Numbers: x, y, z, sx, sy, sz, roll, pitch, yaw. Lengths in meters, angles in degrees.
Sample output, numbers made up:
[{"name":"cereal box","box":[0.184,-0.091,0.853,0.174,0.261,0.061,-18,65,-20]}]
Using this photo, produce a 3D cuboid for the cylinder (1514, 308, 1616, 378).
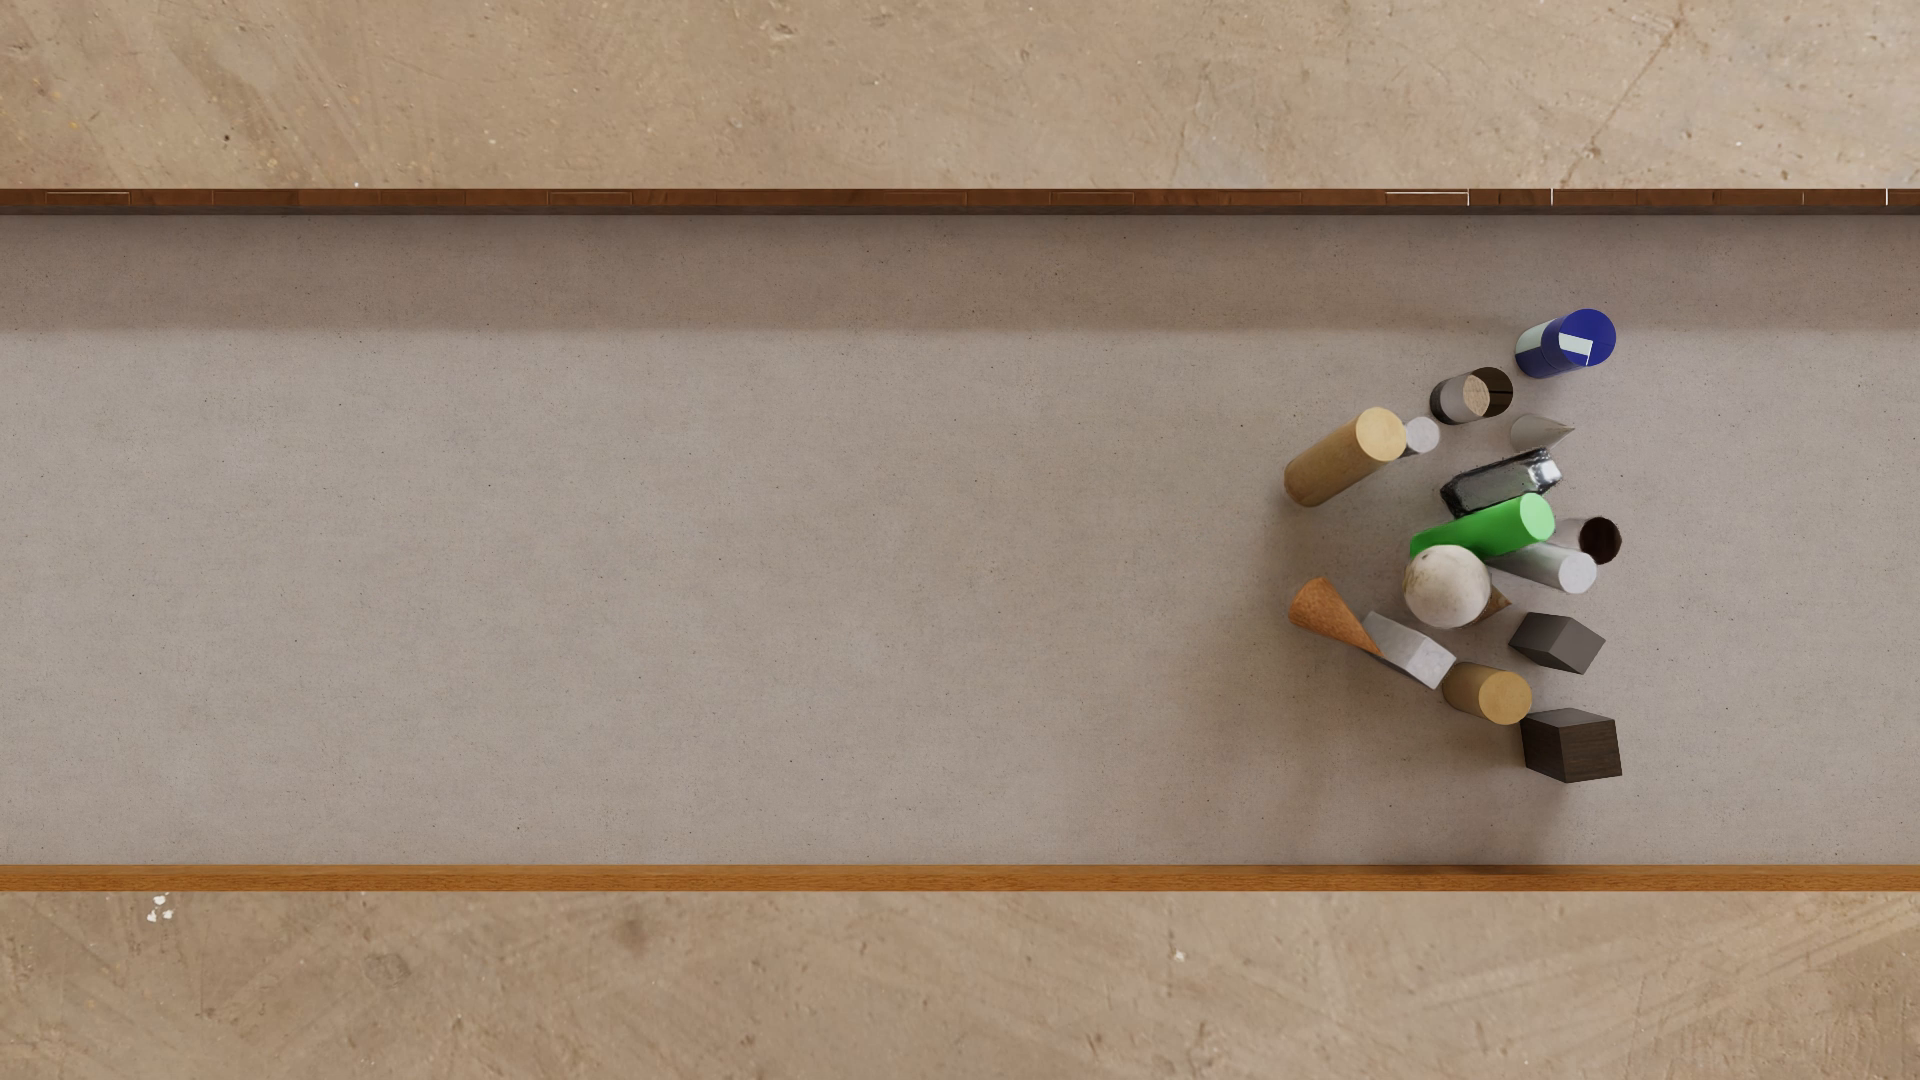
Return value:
[{"name":"cylinder","box":[1.790,-0.578,4.890,0.164,0.372,0.164,0,90,0]}]

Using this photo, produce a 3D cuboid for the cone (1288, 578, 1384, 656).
[{"name":"cone","box":[1.150,0.263,4.910,0.171,0.171,0.311,-49,49,0]}]

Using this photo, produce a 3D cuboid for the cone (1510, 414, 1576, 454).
[{"name":"cone","box":[1.763,-0.320,4.895,0.136,0.363,0.136,0,90,0]}]

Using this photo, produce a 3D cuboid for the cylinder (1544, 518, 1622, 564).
[{"name":"cylinder","box":[1.805,0.008,4.901,0.136,0.331,0.136,0,88,-12]}]

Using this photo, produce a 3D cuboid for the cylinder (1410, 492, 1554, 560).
[{"name":"cylinder","box":[1.533,-0.012,4.864,0.139,0.423,0.139,10,69,-29]}]

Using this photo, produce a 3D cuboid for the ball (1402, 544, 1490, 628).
[{"name":"ball","box":[1.415,0.134,4.800,0.246,0.246,0.246,0,90,0]}]

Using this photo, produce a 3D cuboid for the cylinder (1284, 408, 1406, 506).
[{"name":"cylinder","box":[1.123,-0.238,4.841,0.160,0.444,0.160,5,73,-15]}]

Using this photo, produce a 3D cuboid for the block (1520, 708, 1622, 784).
[{"name":"block","box":[1.812,0.608,4.908,0.163,0.337,0.163,-8,90,0]}]

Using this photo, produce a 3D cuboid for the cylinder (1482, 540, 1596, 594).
[{"name":"cylinder","box":[1.693,0.059,4.853,0.120,0.413,0.120,-2,100,-14]}]

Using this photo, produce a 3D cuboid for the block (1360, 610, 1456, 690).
[{"name":"block","box":[1.304,0.322,4.872,0.114,0.390,0.114,34,92,-13]}]

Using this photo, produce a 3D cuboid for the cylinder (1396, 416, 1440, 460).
[{"name":"cylinder","box":[1.291,-0.291,4.872,0.102,0.400,0.102,0,88,-5]}]

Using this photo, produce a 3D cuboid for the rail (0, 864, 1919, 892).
[{"name":"rail","box":[-2.247,1.025,5.001,12.000,0.150,0.050,0,90,0]}]

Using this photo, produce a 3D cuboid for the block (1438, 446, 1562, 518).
[{"name":"block","box":[1.599,-0.165,4.893,0.106,0.351,0.106,-34,95,-28]}]

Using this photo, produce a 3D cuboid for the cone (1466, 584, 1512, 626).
[{"name":"cone","box":[1.563,0.179,4.871,0.166,0.410,0.166,0,90,0]}]

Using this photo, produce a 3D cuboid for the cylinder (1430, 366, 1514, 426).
[{"name":"cylinder","box":[1.517,-0.425,4.907,0.145,0.338,0.145,0,90,0]}]

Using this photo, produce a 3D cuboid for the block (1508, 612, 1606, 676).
[{"name":"block","box":[1.769,0.304,4.901,0.120,0.351,0.120,33,90,0]}]

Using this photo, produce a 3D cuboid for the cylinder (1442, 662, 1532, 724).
[{"name":"cylinder","box":[1.560,0.452,4.897,0.154,0.359,0.154,0,90,0]}]

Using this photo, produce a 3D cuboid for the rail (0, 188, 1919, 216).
[{"name":"rail","box":[-2.247,-1.025,5.002,12.000,0.150,0.050,0,90,0]}]
